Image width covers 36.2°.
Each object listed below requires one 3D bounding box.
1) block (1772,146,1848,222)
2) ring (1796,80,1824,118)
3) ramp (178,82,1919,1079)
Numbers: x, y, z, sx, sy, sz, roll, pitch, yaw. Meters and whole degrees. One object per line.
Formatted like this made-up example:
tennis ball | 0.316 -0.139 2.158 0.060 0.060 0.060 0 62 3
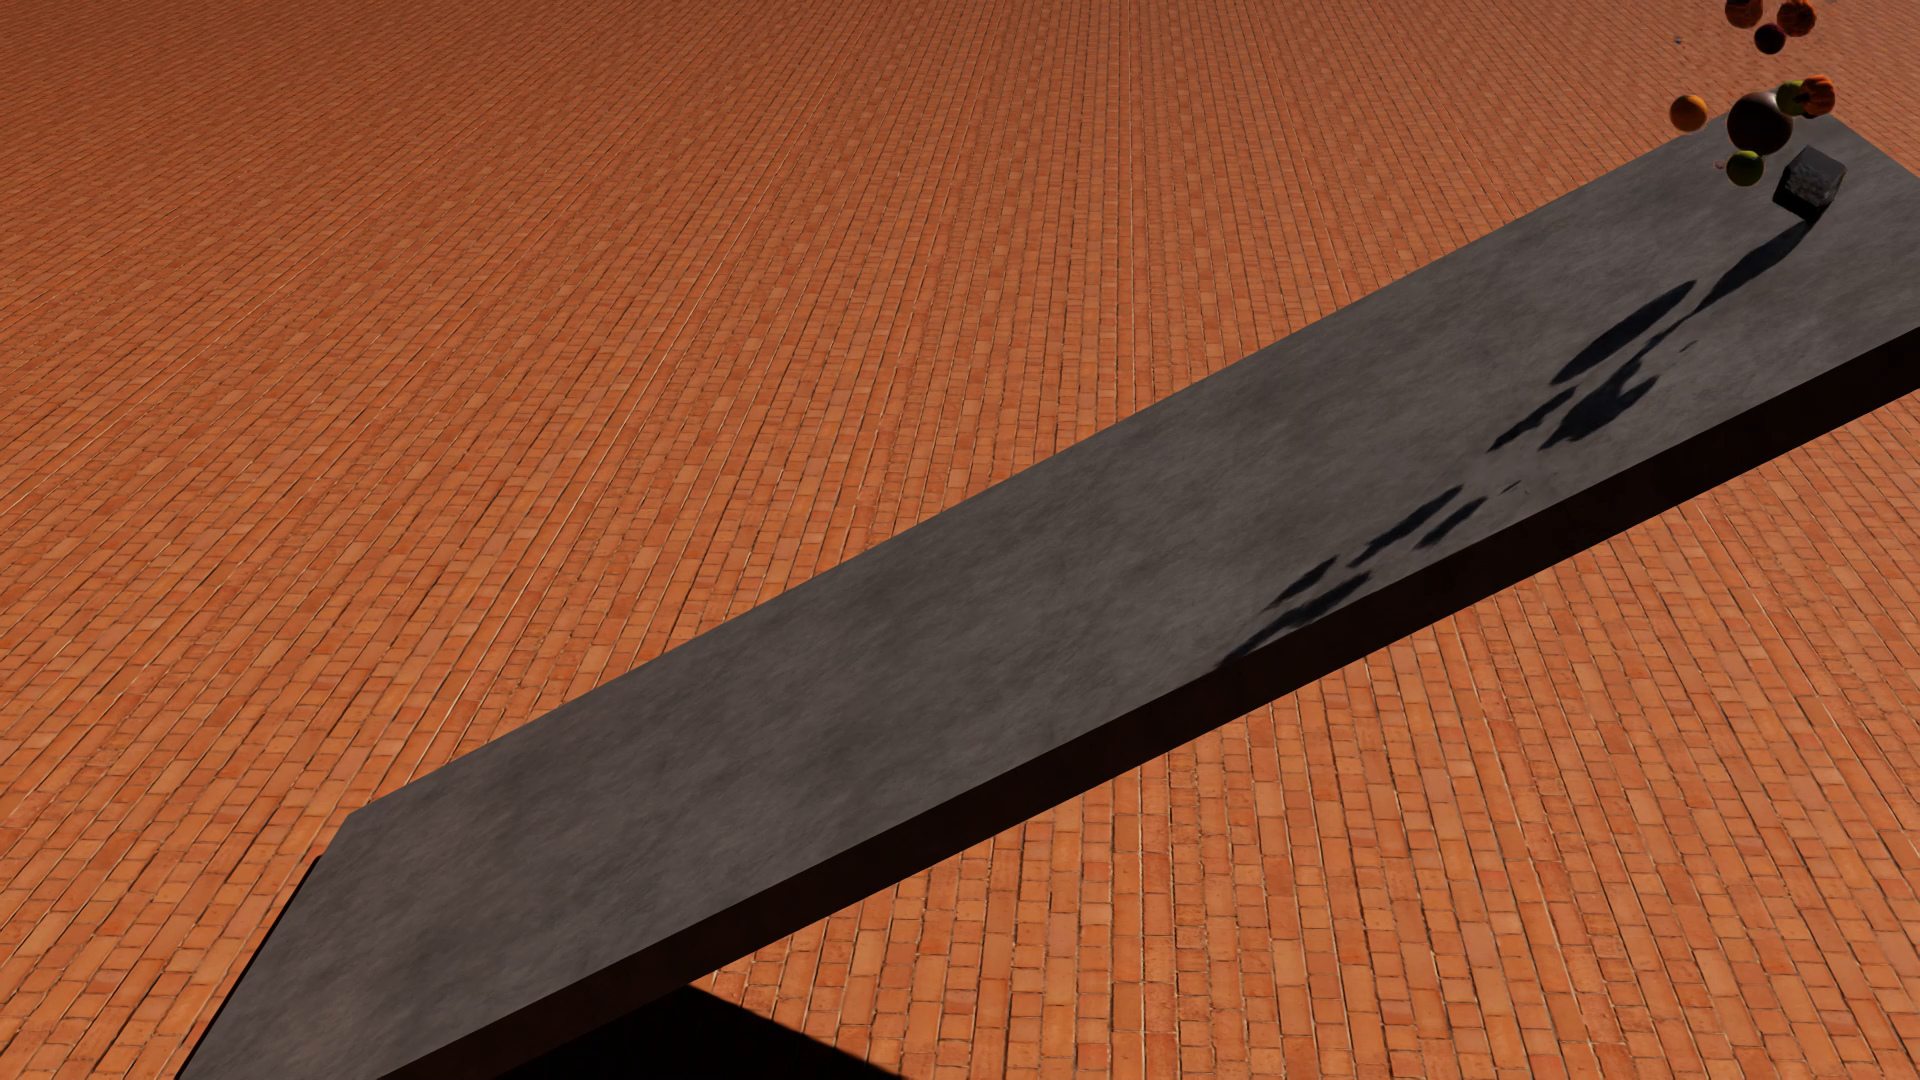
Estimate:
block | 1.676 -0.702 5.801 0.091 0.091 0.091 35 54 21
ring | 1.674 -0.867 5.792 0.075 0.075 0.025 -15 15 -40
ramp | 0.141 0.167 6.282 4.000 0.100 2.000 -27 14 11
